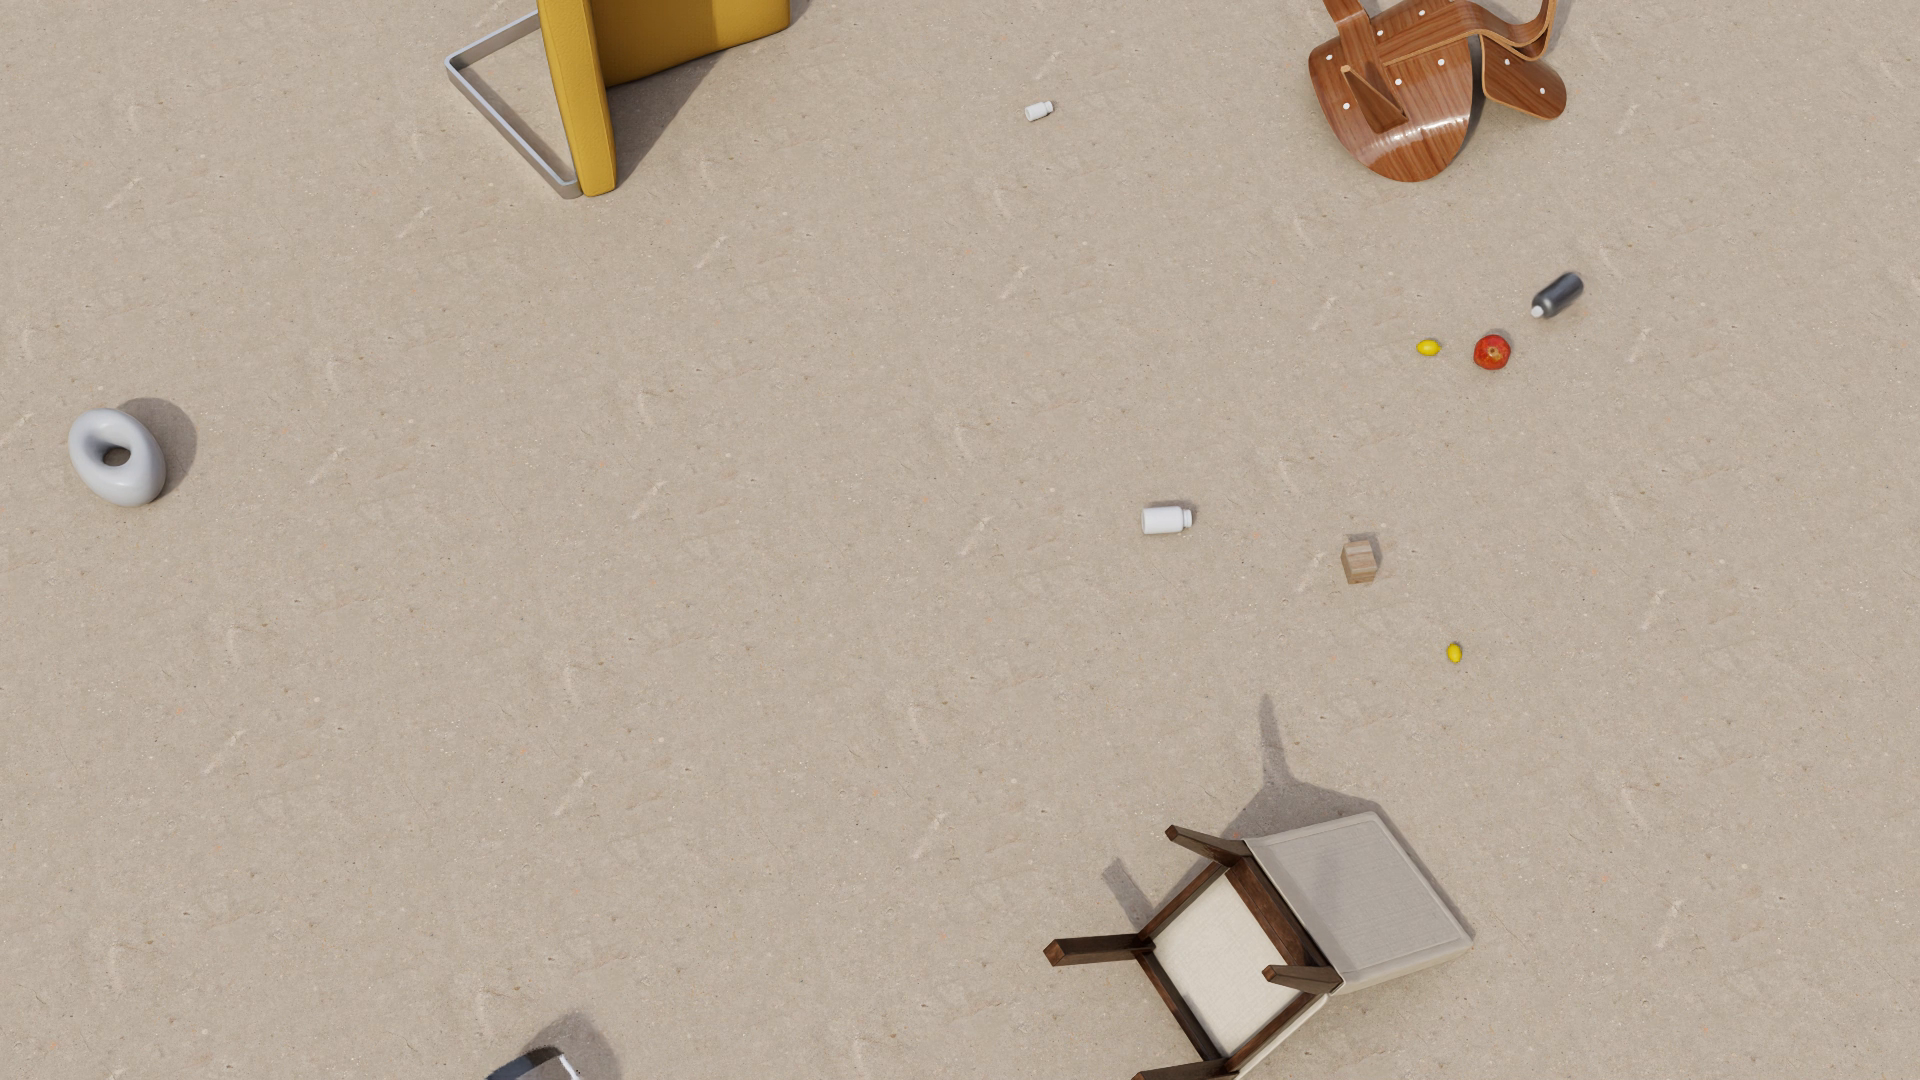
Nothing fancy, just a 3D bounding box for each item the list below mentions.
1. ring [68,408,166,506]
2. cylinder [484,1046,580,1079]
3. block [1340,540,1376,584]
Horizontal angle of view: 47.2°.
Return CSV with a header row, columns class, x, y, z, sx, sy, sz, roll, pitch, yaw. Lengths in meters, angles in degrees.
class,x,y,z,sx,sy,sz,roll,pitch,yaw
ring,-2.552,-0.252,6.657,0.244,0.144,0.386,-36,62,-20
cylinder,-1.080,1.414,5.506,0.286,0.185,0.173,-23,58,-35
block,1.175,0.066,6.484,0.074,0.076,0.097,-7,56,-5
